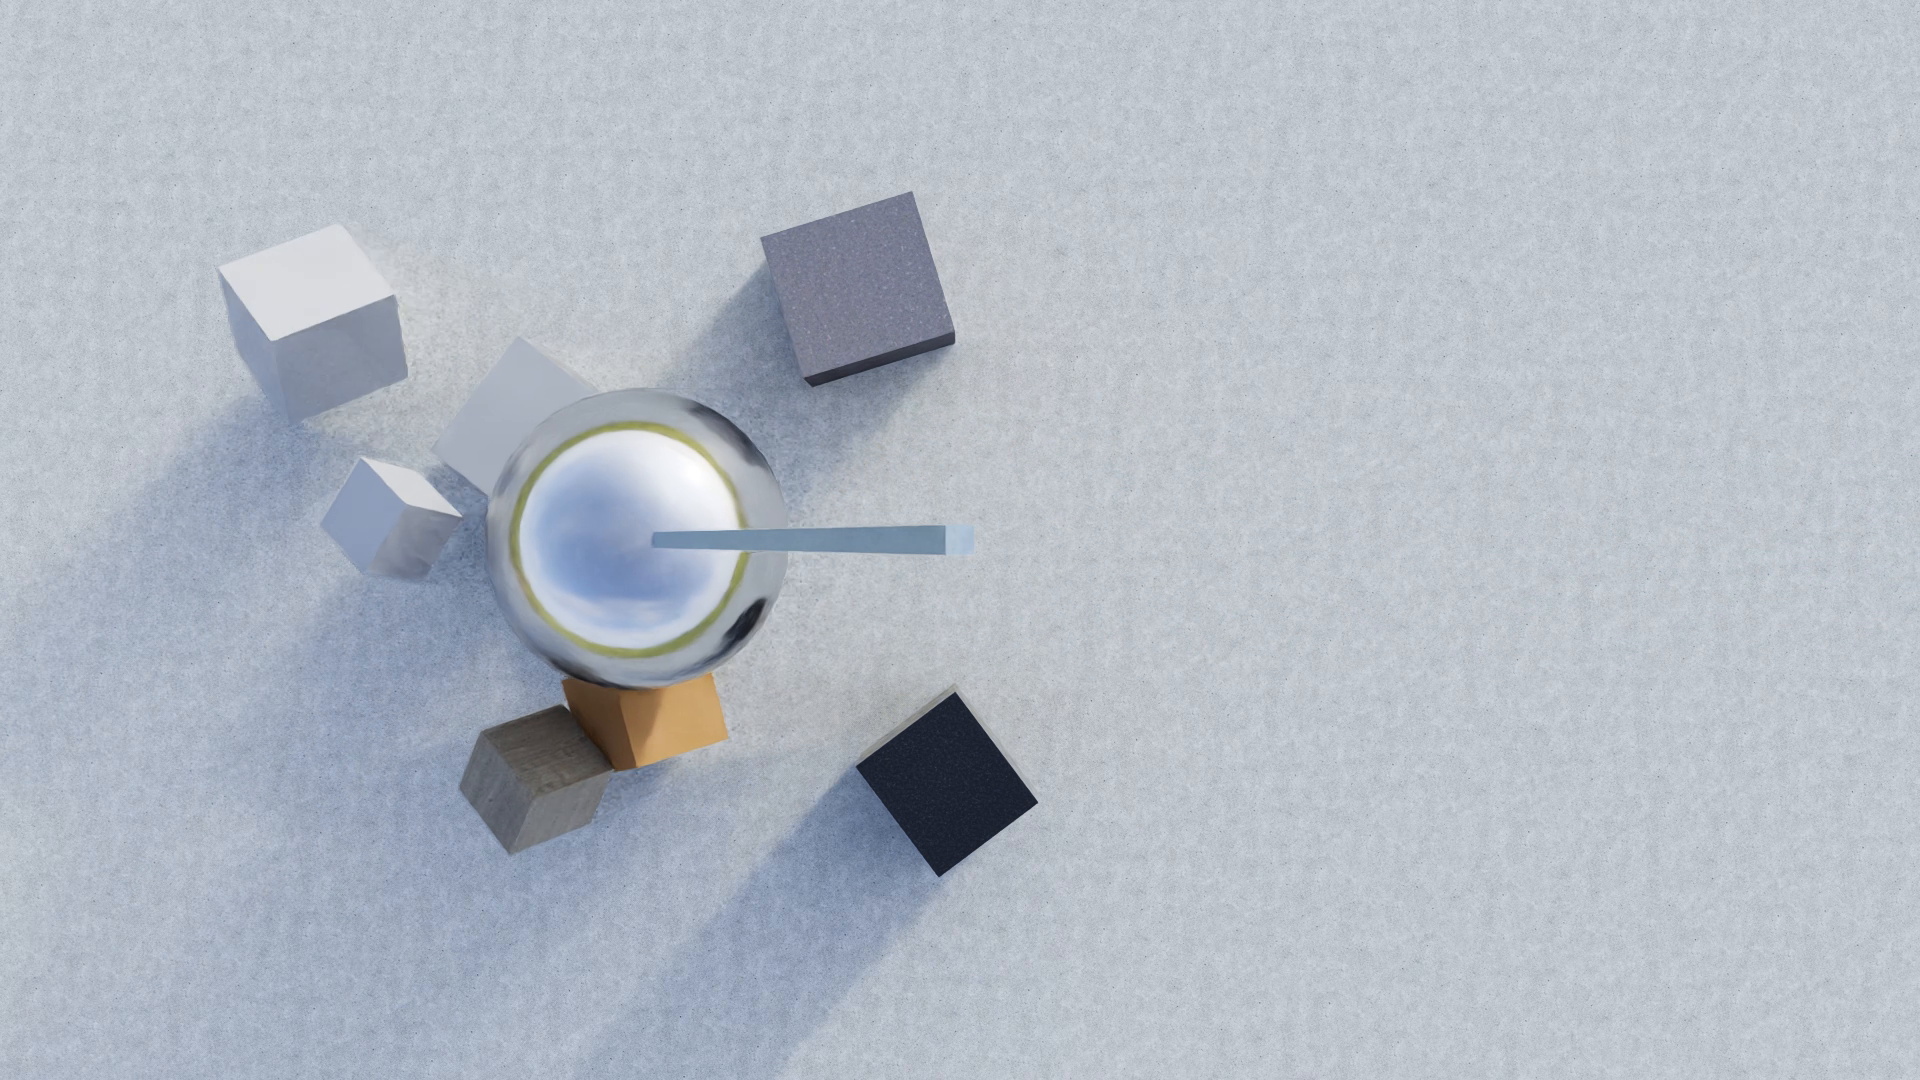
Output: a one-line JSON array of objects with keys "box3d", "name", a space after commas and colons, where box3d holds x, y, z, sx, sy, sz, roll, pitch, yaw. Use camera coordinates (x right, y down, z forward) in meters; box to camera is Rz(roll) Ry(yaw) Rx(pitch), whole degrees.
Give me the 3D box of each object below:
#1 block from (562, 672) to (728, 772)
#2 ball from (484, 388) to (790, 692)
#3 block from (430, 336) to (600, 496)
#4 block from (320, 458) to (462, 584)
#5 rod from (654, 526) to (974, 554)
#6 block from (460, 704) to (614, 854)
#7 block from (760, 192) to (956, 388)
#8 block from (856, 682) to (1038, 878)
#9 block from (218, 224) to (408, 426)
[{"box3d": [-1.799, 0.970, 12.587, 0.644, 0.533, 0.571, -15, 90, -42], "name": "block"}, {"box3d": [-1.702, 0.000, 11.637, 1.600, 1.600, 1.600, 0, 90, 0], "name": "ball"}, {"box3d": [-2.399, -0.581, 12.625, 0.784, 0.750, 0.810, 38, 90, 0], "name": "block"}, {"box3d": [-3.122, -0.104, 12.072, 0.463, 0.427, 0.451, 40, 102, 30], "name": "block"}, {"box3d": [-0.738, 0.000, 8.377, 0.080, 5.200, 0.080, 0, 90, -16], "name": "rod"}, {"box3d": [-2.384, 1.342, 12.383, 0.526, 0.561, 0.488, 47, 130, 23], "name": "block"}, {"box3d": [-0.571, -1.423, 12.624, 0.888, 0.753, 0.818, -17, 90, 0], "name": "block"}, {"box3d": [-0.072, 1.359, 12.606, 0.694, 0.788, 0.772, -37, 90, 0], "name": "block"}, {"box3d": [-3.638, -1.221, 12.408, 0.729, 0.656, 0.684, -27, 57, -26], "name": "block"}]
